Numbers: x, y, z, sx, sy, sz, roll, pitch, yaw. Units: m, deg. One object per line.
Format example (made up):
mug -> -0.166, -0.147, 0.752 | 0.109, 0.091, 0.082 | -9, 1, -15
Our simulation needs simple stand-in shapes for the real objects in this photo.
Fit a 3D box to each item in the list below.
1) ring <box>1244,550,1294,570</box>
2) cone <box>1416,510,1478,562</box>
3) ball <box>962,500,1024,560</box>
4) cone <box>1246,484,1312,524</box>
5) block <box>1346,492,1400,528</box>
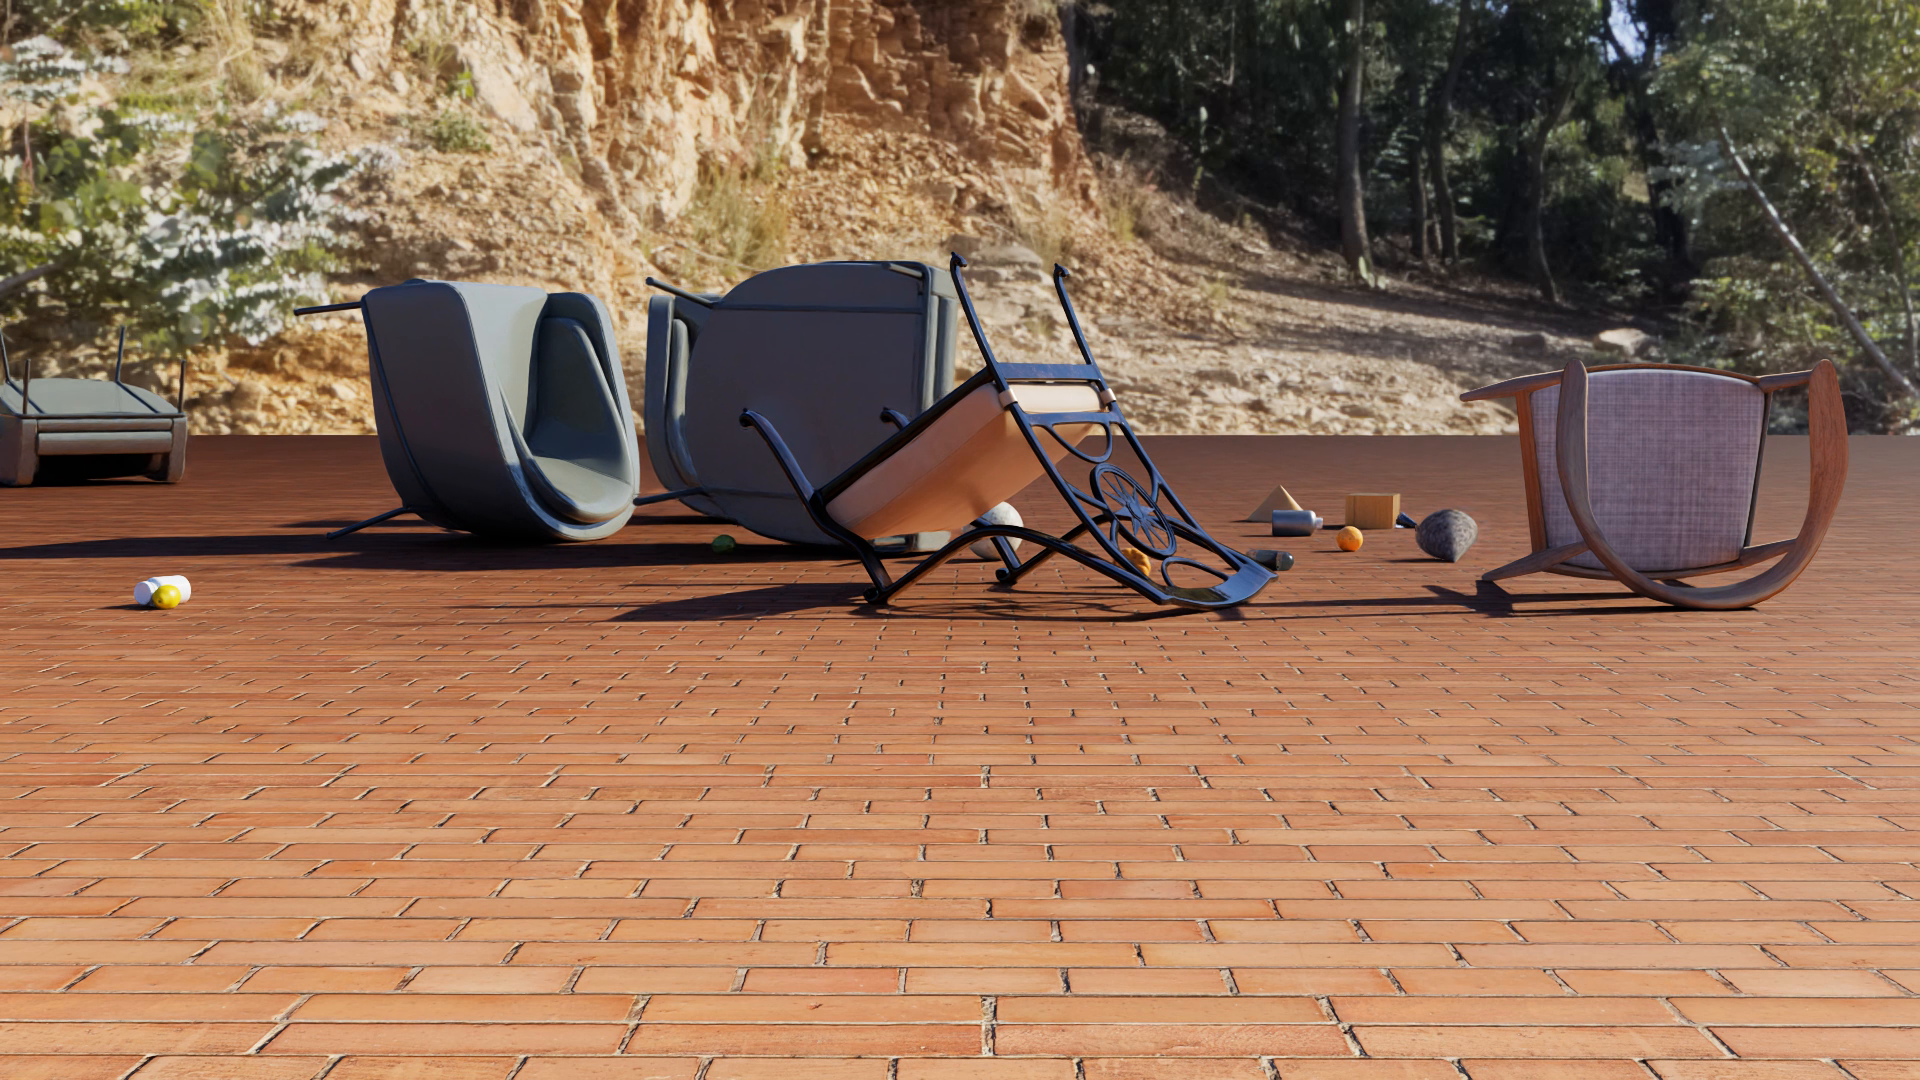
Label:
ring -> 0.771, 0.050, 5.493 | 0.083, 0.046, 0.145 | -2, 5, -44
cone -> 1.284, 0.021, 5.752 | 0.159, 0.147, 0.151 | -6, 29, 8
ball -> 0.087, -0.026, 5.775 | 0.159, 0.159, 0.159 | 0, 4, 0
cone -> 1.087, -0.127, 7.478 | 0.151, 0.126, 0.273 | -3, 5, -42
block -> 1.347, -0.096, 7.171 | 0.151, 0.106, 0.196 | 1, 4, 18
